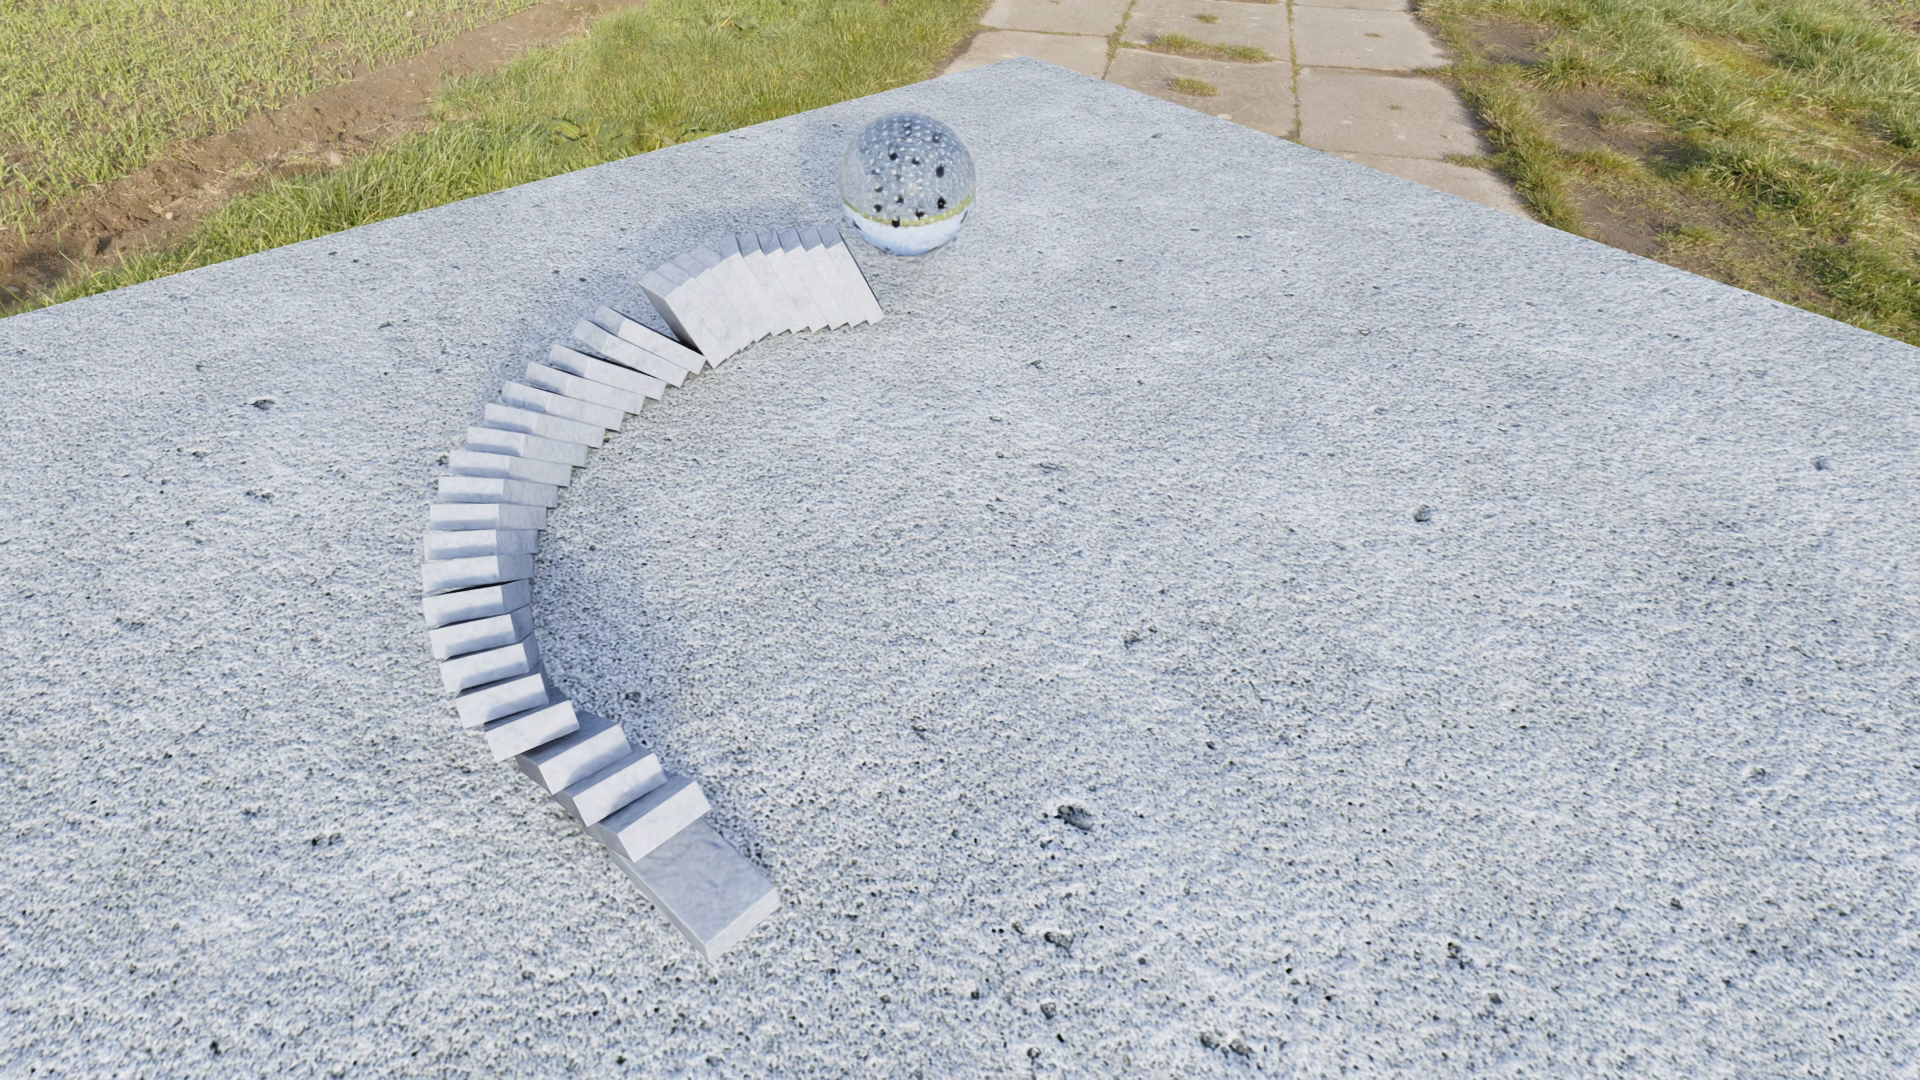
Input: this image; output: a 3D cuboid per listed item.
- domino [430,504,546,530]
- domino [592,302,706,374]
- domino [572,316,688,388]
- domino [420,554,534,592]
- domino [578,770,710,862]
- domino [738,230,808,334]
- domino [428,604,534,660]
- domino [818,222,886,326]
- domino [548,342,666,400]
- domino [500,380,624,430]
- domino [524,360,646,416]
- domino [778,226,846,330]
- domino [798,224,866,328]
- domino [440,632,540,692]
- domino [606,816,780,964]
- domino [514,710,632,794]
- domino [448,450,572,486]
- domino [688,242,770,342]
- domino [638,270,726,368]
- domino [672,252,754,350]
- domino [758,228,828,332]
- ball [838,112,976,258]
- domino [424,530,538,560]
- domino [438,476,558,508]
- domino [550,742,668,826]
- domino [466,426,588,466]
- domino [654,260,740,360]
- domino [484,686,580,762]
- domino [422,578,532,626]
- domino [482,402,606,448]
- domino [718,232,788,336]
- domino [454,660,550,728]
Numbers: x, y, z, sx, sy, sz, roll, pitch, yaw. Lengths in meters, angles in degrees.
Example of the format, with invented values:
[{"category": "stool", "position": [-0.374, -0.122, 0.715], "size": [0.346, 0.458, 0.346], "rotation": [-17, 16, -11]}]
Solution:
[{"category": "domino", "position": [-0.184, -0.009, 0.431], "size": [0.025, 0.009, 0.050], "rotation": [-1, 0, -1]}, {"category": "domino", "position": [-0.151, -0.098, 0.536], "size": [0.025, 0.009, 0.050], "rotation": [32, 6, 38]}, {"category": "domino", "position": [-0.158, -0.090, 0.528], "size": [0.025, 0.009, 0.050], "rotation": [31, 5, 33]}, {"category": "domino", "position": [-0.177, 0.011, 0.406], "size": [0.025, 0.010, 0.050], "rotation": [-7, 1, -8]}, {"category": "domino", "position": [-0.095, 0.079, 0.324], "size": [0.025, 0.009, 0.050], "rotation": [-33, 14, -30]}, {"category": "domino", "position": [-0.098, -0.135, 0.577], "size": [0.010, 0.050, 0.025], "rotation": [-28, 42, 4]}, {"category": "domino", "position": [-0.165, 0.031, 0.383], "size": [0.025, 0.009, 0.050], "rotation": [-12, 3, -14]}, {"category": "domino", "position": [-0.057, -0.141, 0.584], "size": [0.009, 0.050, 0.025], "rotation": [-28, 42, 4]}, {"category": "domino", "position": [-0.165, -0.079, 0.516], "size": [0.025, 0.009, 0.050], "rotation": [23, 5, 26]}, {"category": "domino", "position": [-0.177, -0.060, 0.493], "size": [0.025, 0.009, 0.050], "rotation": [17, 3, 19]}, {"category": "domino", "position": [-0.172, -0.069, 0.505], "size": [0.025, 0.010, 0.050], "rotation": [20, 4, 22]}, {"category": "domino", "position": [-0.077, -0.138, 0.580], "size": [0.009, 0.050, 0.025], "rotation": [-28, 41, 4]}, {"category": "domino", "position": [-0.067, -0.139, 0.582], "size": [0.010, 0.050, 0.025], "rotation": [-28, 42, 4]}, {"category": "domino", "position": [-0.158, 0.041, 0.372], "size": [0.025, 0.010, 0.050], "rotation": [-14, 4, -17]}, {"category": "domino", "position": [-0.079, 0.098, 0.324], "size": [0.050, 0.010, 0.025], "rotation": [31, 48, 32]}, {"category": "domino", "position": [-0.122, 0.065, 0.343], "size": [0.025, 0.009, 0.050], "rotation": [-27, 11, -29]}, {"category": "domino", "position": [-0.186, -0.030, 0.456], "size": [0.025, 0.009, 0.050], "rotation": [7, 1, 8]}, {"category": "domino", "position": [-0.119, -0.127, 0.567], "size": [0.010, 0.050, 0.025], "rotation": [-42, 51, -11]}, {"category": "domino", "position": [-0.137, -0.109, 0.545], "size": [0.025, 0.050, 0.009], "rotation": [33, 73, 34]}, {"category": "domino", "position": [-0.126, -0.121, 0.560], "size": [0.009, 0.050, 0.025], "rotation": [-44, 53, -12]}, {"category": "domino", "position": [-0.087, -0.136, 0.578], "size": [0.009, 0.050, 0.025], "rotation": [-28, 42, 4]}, {"category": "ball", "position": [-0.031, -0.206, 0.639], "size": [0.080, 0.080, 0.080], "rotation": [0, 39, 0]}, {"category": "domino", "position": [-0.181, 0.002, 0.419], "size": [0.025, 0.010, 0.050], "rotation": [-4, 1, -5]}, {"category": "domino", "position": [-0.185, -0.019, 0.443], "size": [0.025, 0.010, 0.050], "rotation": [2, 0, 3]}, {"category": "domino", "position": [-0.109, 0.072, 0.334], "size": [0.025, 0.010, 0.050], "rotation": [-28, 12, -29]}, {"category": "domino", "position": [-0.183, -0.039, 0.468], "size": [0.025, 0.010, 0.050], "rotation": [9, 1, 10]}, {"category": "domino", "position": [-0.132, -0.115, 0.553], "size": [0.009, 0.050, 0.025], "rotation": [-45, 54, -12]}, {"category": "domino", "position": [-0.137, 0.058, 0.350], "size": [0.025, 0.009, 0.050], "rotation": [-21, 7, -24]}, {"category": "domino", "position": [-0.172, 0.022, 0.394], "size": [0.025, 0.009, 0.050], "rotation": [-9, 3, -11]}, {"category": "domino", "position": [-0.181, -0.050, 0.481], "size": [0.025, 0.009, 0.050], "rotation": [12, 1, 14]}, {"category": "domino", "position": [-0.108, -0.133, 0.574], "size": [0.010, 0.050, 0.025], "rotation": [-28, 42, 4]}, {"category": "domino", "position": [-0.149, 0.050, 0.361], "size": [0.025, 0.009, 0.050], "rotation": [-17, 5, -19]}]
